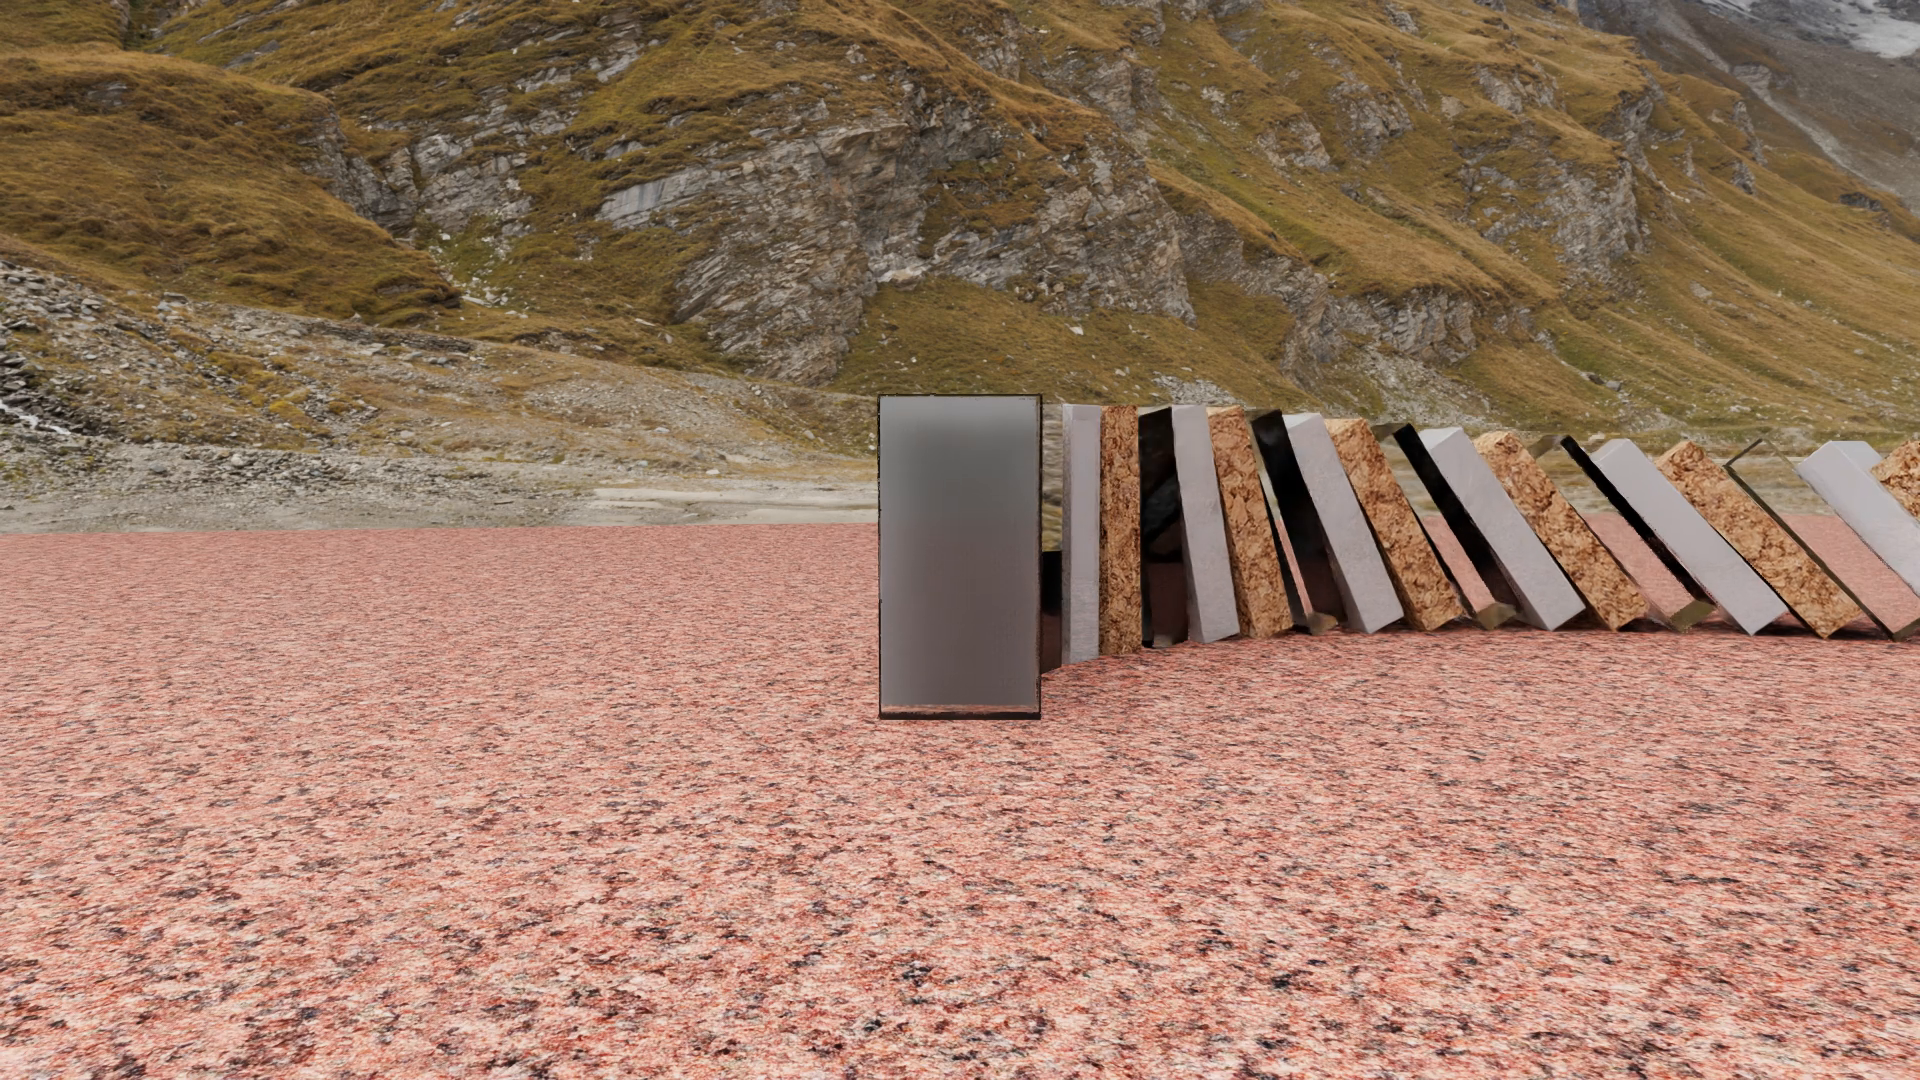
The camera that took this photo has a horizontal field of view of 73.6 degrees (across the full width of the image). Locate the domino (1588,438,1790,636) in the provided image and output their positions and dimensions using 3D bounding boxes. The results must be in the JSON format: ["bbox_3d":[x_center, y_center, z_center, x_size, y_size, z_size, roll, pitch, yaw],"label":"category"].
[{"bbox_3d":[0.167,-0.002,0.299,0.009,0.050,0.025,-42,-10,17],"label":"domino"}]

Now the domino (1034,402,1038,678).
[{"bbox_3d":[0.001,0.000,0.231,0.025,0.050,0.009,1,4,10],"label":"domino"}]

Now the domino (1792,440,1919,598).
[{"bbox_3d":[0.211,0.000,0.284,0.025,0.050,0.010,-4,-37,-40],"label":"domino"}]

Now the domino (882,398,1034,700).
[{"bbox_3d":[0.000,0.001,0.216,0.025,0.050,0.010,0,4,0],"label":"domino"}]

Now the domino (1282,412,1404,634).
[{"bbox_3d":[0.083,-0.004,0.296,0.009,0.050,0.025,-26,8,-7],"label":"domino"}]

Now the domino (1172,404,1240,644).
[{"bbox_3d":[0.046,-0.004,0.282,0.010,0.050,0.025,-14,10,-23],"label":"domino"}]

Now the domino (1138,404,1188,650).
[{"bbox_3d":[0.035,-0.003,0.276,0.009,0.050,0.025,-10,9,-31],"label":"domino"}]

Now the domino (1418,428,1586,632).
[{"bbox_3d":[0.124,-0.003,0.302,0.009,0.050,0.025,-35,2,4],"label":"domino"}]

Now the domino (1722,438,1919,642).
[{"bbox_3d":[0.197,-0.001,0.291,0.009,0.050,0.025,-46,-22,29],"label":"domino"}]

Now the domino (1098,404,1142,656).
[{"bbox_3d":[0.025,-0.003,0.268,0.009,0.050,0.025,-6,7,-39],"label":"domino"}]

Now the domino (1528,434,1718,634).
[{"bbox_3d":[0.153,-0.002,0.301,0.009,0.050,0.025,-40,-5,13],"label":"domino"}]

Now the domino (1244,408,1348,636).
[{"bbox_3d":[0.070,-0.004,0.293,0.009,0.050,0.025,-23,10,-13],"label":"domino"}]

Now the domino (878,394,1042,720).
[{"bbox_3d":[0.000,0.002,0.201,0.025,0.050,0.009,0,4,0],"label":"domino"}]

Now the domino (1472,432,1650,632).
[{"bbox_3d":[0.139,-0.003,0.303,0.009,0.050,0.025,-38,-2,10],"label":"domino"}]

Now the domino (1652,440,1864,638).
[{"bbox_3d":[0.182,-0.001,0.295,0.009,0.050,0.025,-44,-14,21],"label":"domino"}]

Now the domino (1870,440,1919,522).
[{"bbox_3d":[0.222,0.000,0.273,0.025,0.050,0.009,-2,-38,-30],"label":"domino"}]

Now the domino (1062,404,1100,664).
[{"bbox_3d":[0.015,-0.002,0.257,0.025,0.050,0.009,4,6,40],"label":"domino"}]

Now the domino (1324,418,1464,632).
[{"bbox_3d":[0.096,-0.004,0.299,0.009,0.050,0.025,-30,7,-3],"label":"domino"}]

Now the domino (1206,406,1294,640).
[{"bbox_3d":[0.058,-0.004,0.288,0.009,0.050,0.025,-19,10,-18],"label":"domino"}]

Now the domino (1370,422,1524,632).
[{"bbox_3d":[0.110,-0.004,0.301,0.009,0.050,0.025,-33,4,2],"label":"domino"}]

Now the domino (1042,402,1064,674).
[{"bbox_3d":[0.006,-0.001,0.245,0.025,0.050,0.009,2,5,30],"label":"domino"}]
